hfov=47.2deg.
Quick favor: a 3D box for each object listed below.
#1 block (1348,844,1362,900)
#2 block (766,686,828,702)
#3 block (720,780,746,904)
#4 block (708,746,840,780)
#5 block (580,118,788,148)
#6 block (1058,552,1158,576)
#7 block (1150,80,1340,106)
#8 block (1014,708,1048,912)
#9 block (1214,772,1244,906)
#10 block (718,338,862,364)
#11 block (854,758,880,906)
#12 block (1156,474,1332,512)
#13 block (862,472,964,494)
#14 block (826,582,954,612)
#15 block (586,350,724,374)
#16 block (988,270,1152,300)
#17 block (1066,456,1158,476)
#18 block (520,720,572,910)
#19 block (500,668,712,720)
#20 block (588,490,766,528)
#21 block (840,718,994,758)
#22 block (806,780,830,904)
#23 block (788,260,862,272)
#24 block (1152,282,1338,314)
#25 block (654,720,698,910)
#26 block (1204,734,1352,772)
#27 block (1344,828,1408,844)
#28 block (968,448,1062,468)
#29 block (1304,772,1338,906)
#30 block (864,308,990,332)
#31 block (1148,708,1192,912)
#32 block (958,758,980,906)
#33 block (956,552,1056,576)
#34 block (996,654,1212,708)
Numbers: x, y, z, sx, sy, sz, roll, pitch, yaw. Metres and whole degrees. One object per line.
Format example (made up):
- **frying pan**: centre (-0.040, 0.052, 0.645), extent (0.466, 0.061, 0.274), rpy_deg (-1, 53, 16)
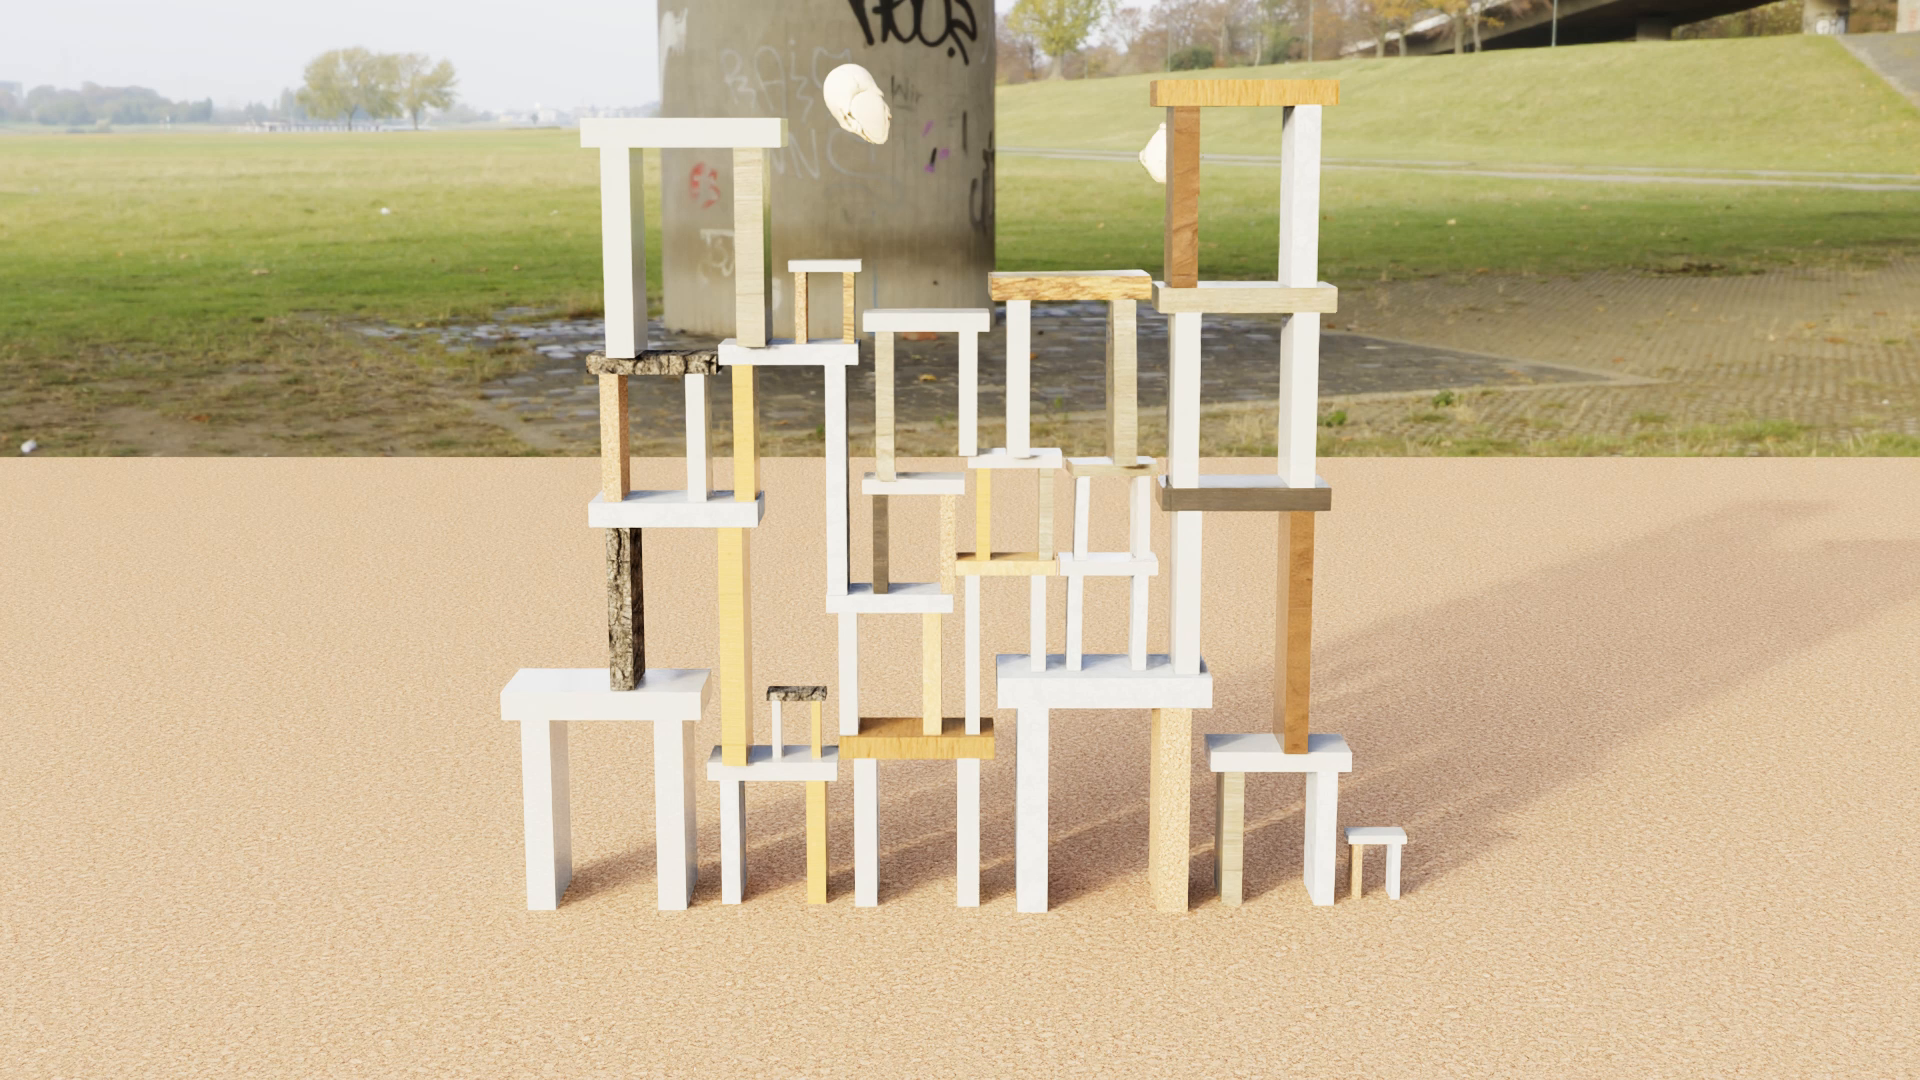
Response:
- **block**: centre (0.657, 0.544, 3.657), extent (0.014, 0.095, 0.048), rpy_deg (0, 11, 0)
- **block**: centre (-0.268, 0.252, 3.609), extent (0.096, 0.014, 0.048), rpy_deg (0, 11, 0)
- **block**: centre (-0.376, 0.486, 3.654), extent (0.030, 0.211, 0.105), rpy_deg (0, 11, 0)
- **block**: centre (-0.306, 0.368, 3.632), extent (0.211, 0.030, 0.105), rpy_deg (0, 11, 0)
- **block**: centre (-0.428, -0.637, 3.442), extent (0.306, 0.043, 0.153), rpy_deg (0, 11, 0)
- **block**: centre (0.239, 0.038, 3.569), extent (0.158, 0.022, 0.079), rpy_deg (0, 11, -1)
- **block**: centre (0.440, -0.696, 3.424), extent (0.277, 0.039, 0.139), rpy_deg (0, 11, 0)
- **block**: centre (0.118, 0.422, 3.634), extent (0.049, 0.343, 0.171), rpy_deg (0, 11, 0)
- **block**: centre (0.446, 0.478, 3.650), extent (0.032, 0.228, 0.114), rpy_deg (0, 11, 0)
- **block**: centre (-0.270, -0.301, 3.509), extent (0.219, 0.031, 0.109), rpy_deg (0, 11, 0)
- **block**: centre (-0.154, 0.466, 3.646), extent (0.036, 0.251, 0.126), rpy_deg (0, 11, 0)
- **block**: centre (0.454, -0.076, 3.545), extent (0.267, 0.038, 0.134), rpy_deg (0, 11, 0)
- **block**: centre (-0.074, -0.092, 3.544), extent (0.163, 0.023, 0.081), rpy_deg (0, 10, 0)
- **block**: centre (-0.113, 0.094, 3.579), extent (0.203, 0.029, 0.102), rpy_deg (0, 11, 0)
- **block**: centre (-0.486, -0.284, 3.509), extent (0.203, 0.029, 0.102), rpy_deg (0, 11, 0)
- **block**: centre (0.171, -0.403, 3.479), extent (0.247, 0.035, 0.124), rpy_deg (-1, 11, -2)
- **block**: centre (0.244, -0.119, 3.541), extent (0.138, 0.020, 0.069), rpy_deg (-1, 12, -7)
- **block**: centre (-0.683, 0.432, 3.641), extent (0.045, 0.320, 0.160), rpy_deg (0, 11, 0)
- **block**: centre (-0.576, 0.252, 3.608), extent (0.320, 0.045, 0.160), rpy_deg (0, 11, 0)
- **block**: centre (-0.454, -0.051, 3.550), extent (0.267, 0.038, 0.134), rpy_deg (0, 11, 0)
- **block**: centre (-0.070, 0.326, 3.620), extent (0.251, 0.036, 0.126), rpy_deg (0, 11, 0)
- **block**: centre (-0.236, 0.486, 3.654), extent (0.030, 0.211, 0.105), rpy_deg (0, 11, 0)
- **block**: centre (-0.213, -0.434, 3.475), extent (0.113, 0.016, 0.057), rpy_deg (0, 11, 0)
- **block**: centre (0.448, -0.386, 3.486), extent (0.276, 0.039, 0.138), rpy_deg (0, 11, 0)
- **block**: centre (-0.470, 0.432, 3.641), extent (0.045, 0.320, 0.160), rpy_deg (0, 11, 0)
- **block**: centre (0.522, 0.350, 3.626), extent (0.228, 0.032, 0.114), rpy_deg (0, 11, 0)
- **block**: centre (0.689, 0.490, 3.647), extent (0.095, 0.014, 0.048), rpy_deg (0, 11, 0)
- **block**: centre (0.087, -0.132, 3.535), extent (0.150, 0.021, 0.075), rpy_deg (0, 11, 0)
- **block**: centre (0.598, 0.478, 3.649), extent (0.032, 0.228, 0.114), rpy_deg (0, 11, 0)
- **block**: centre (-0.053, -0.350, 3.495), extent (0.197, 0.028, 0.099), rpy_deg (0, 10, 0)
- **block**: centre (0.346, 0.422, 3.634), extent (0.049, 0.343, 0.171), rpy_deg (0, 11, 0)
- **block**: centre (0.014, 0.466, 3.646), extent (0.036, 0.251, 0.126), rpy_deg (0, 11, 0)
- **block**: centre (0.073, 0.038, 3.562), extent (0.159, 0.023, 0.080), rpy_deg (0, 11, 0)
- **block**: centre (0.232, 0.230, 3.598), extent (0.343, 0.049, 0.171), rpy_deg (0, 11, 0)
